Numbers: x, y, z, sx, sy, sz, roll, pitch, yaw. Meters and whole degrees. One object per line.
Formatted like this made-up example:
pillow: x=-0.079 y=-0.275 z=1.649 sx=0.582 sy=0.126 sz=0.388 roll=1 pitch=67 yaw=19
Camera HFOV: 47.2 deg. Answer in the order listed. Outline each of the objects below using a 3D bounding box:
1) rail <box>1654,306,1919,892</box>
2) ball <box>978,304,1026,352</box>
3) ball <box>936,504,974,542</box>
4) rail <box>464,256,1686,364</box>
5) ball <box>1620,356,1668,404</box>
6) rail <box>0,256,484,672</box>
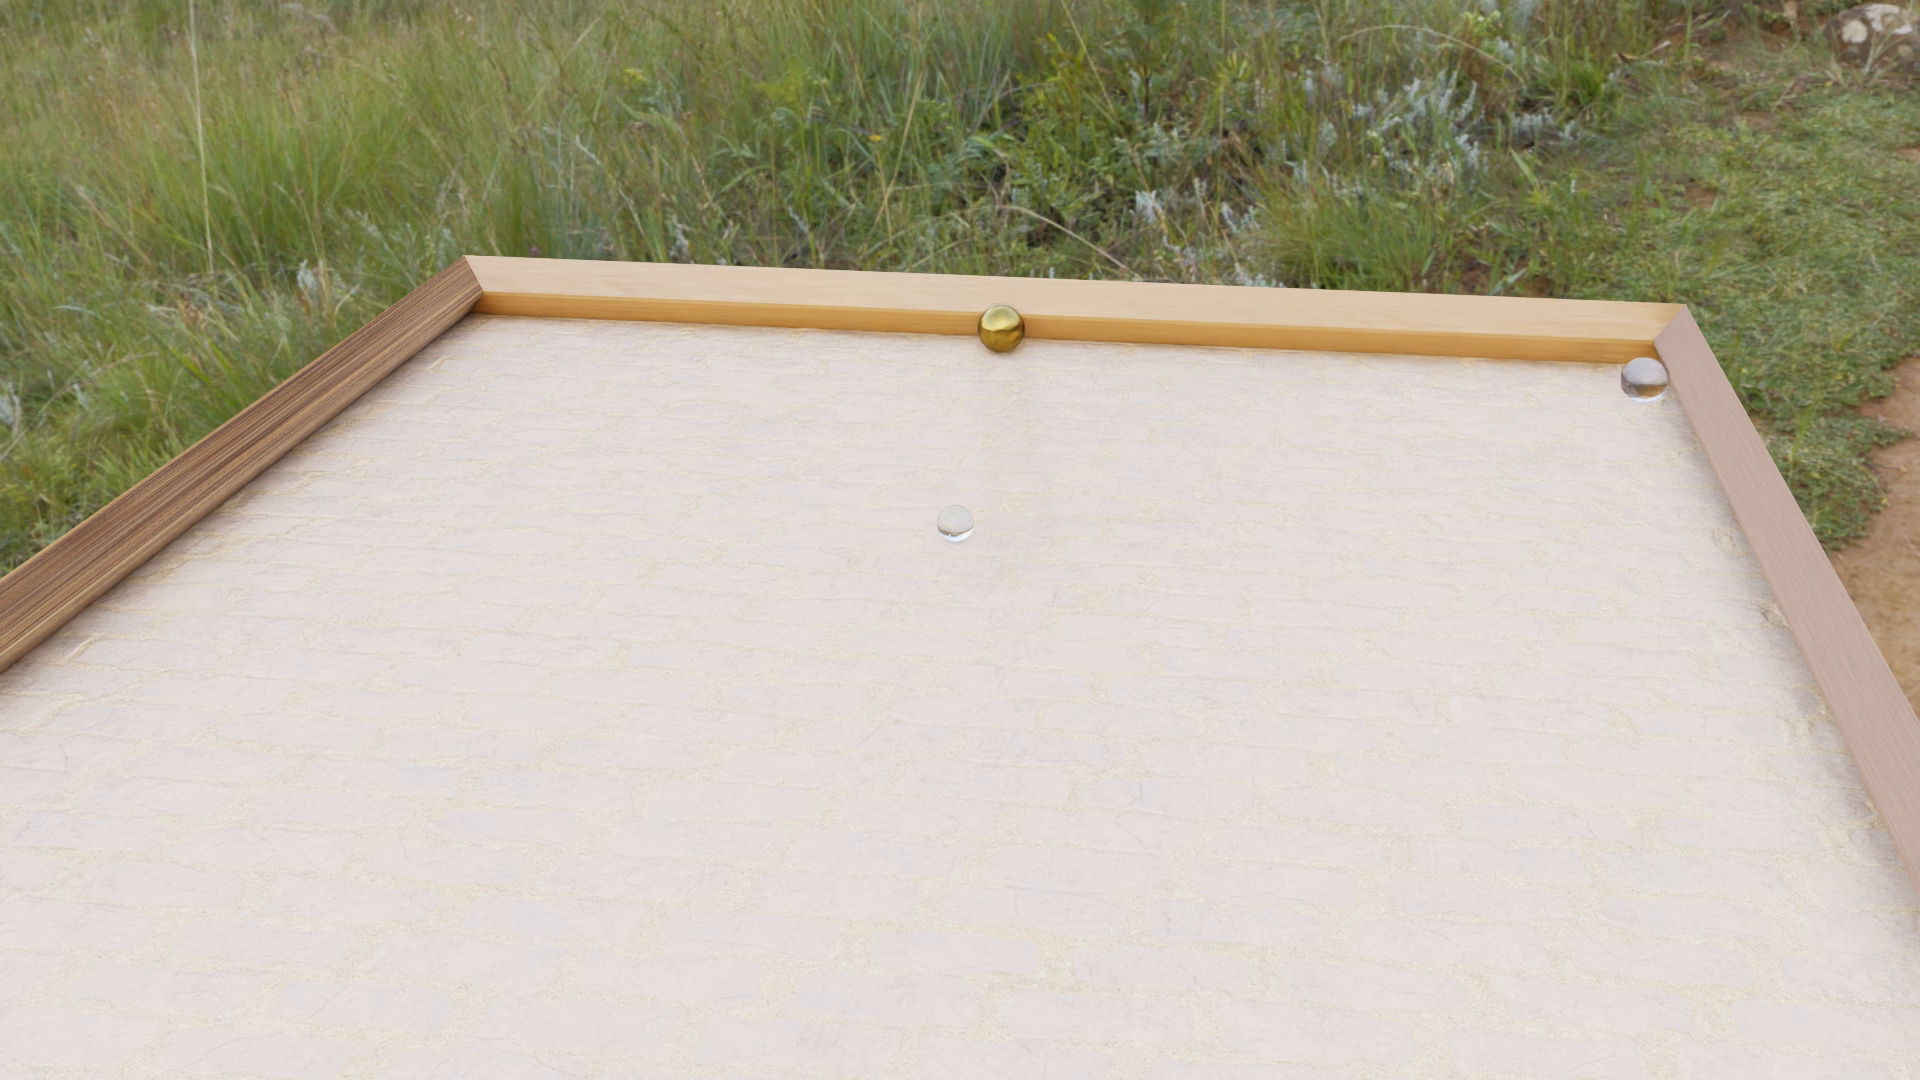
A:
rail: x=0.747 y=0.364 z=1.528 sx=0.045 sy=0.092 sz=3.586 roll=3 pitch=22 yaw=8
ball: x=0.061 y=-0.311 z=3.237 sx=0.071 sy=0.071 sz=0.071 roll=0 pitch=22 yaw=0
ball: x=-0.005 y=-0.019 z=2.548 sx=0.043 sy=0.043 sz=0.043 roll=0 pitch=22 yaw=0
rail: x=0.132 y=-0.339 z=3.276 sx=1.832 sy=0.092 sz=0.045 roll=3 pitch=22 yaw=8
ball: x=0.939 y=-0.220 z=3.020 sx=0.064 sy=0.064 sz=0.064 roll=0 pitch=22 yaw=0
rail: x=-1.018 y=0.263 z=1.778 sx=0.045 sy=0.092 sz=3.586 roll=3 pitch=22 yaw=8
